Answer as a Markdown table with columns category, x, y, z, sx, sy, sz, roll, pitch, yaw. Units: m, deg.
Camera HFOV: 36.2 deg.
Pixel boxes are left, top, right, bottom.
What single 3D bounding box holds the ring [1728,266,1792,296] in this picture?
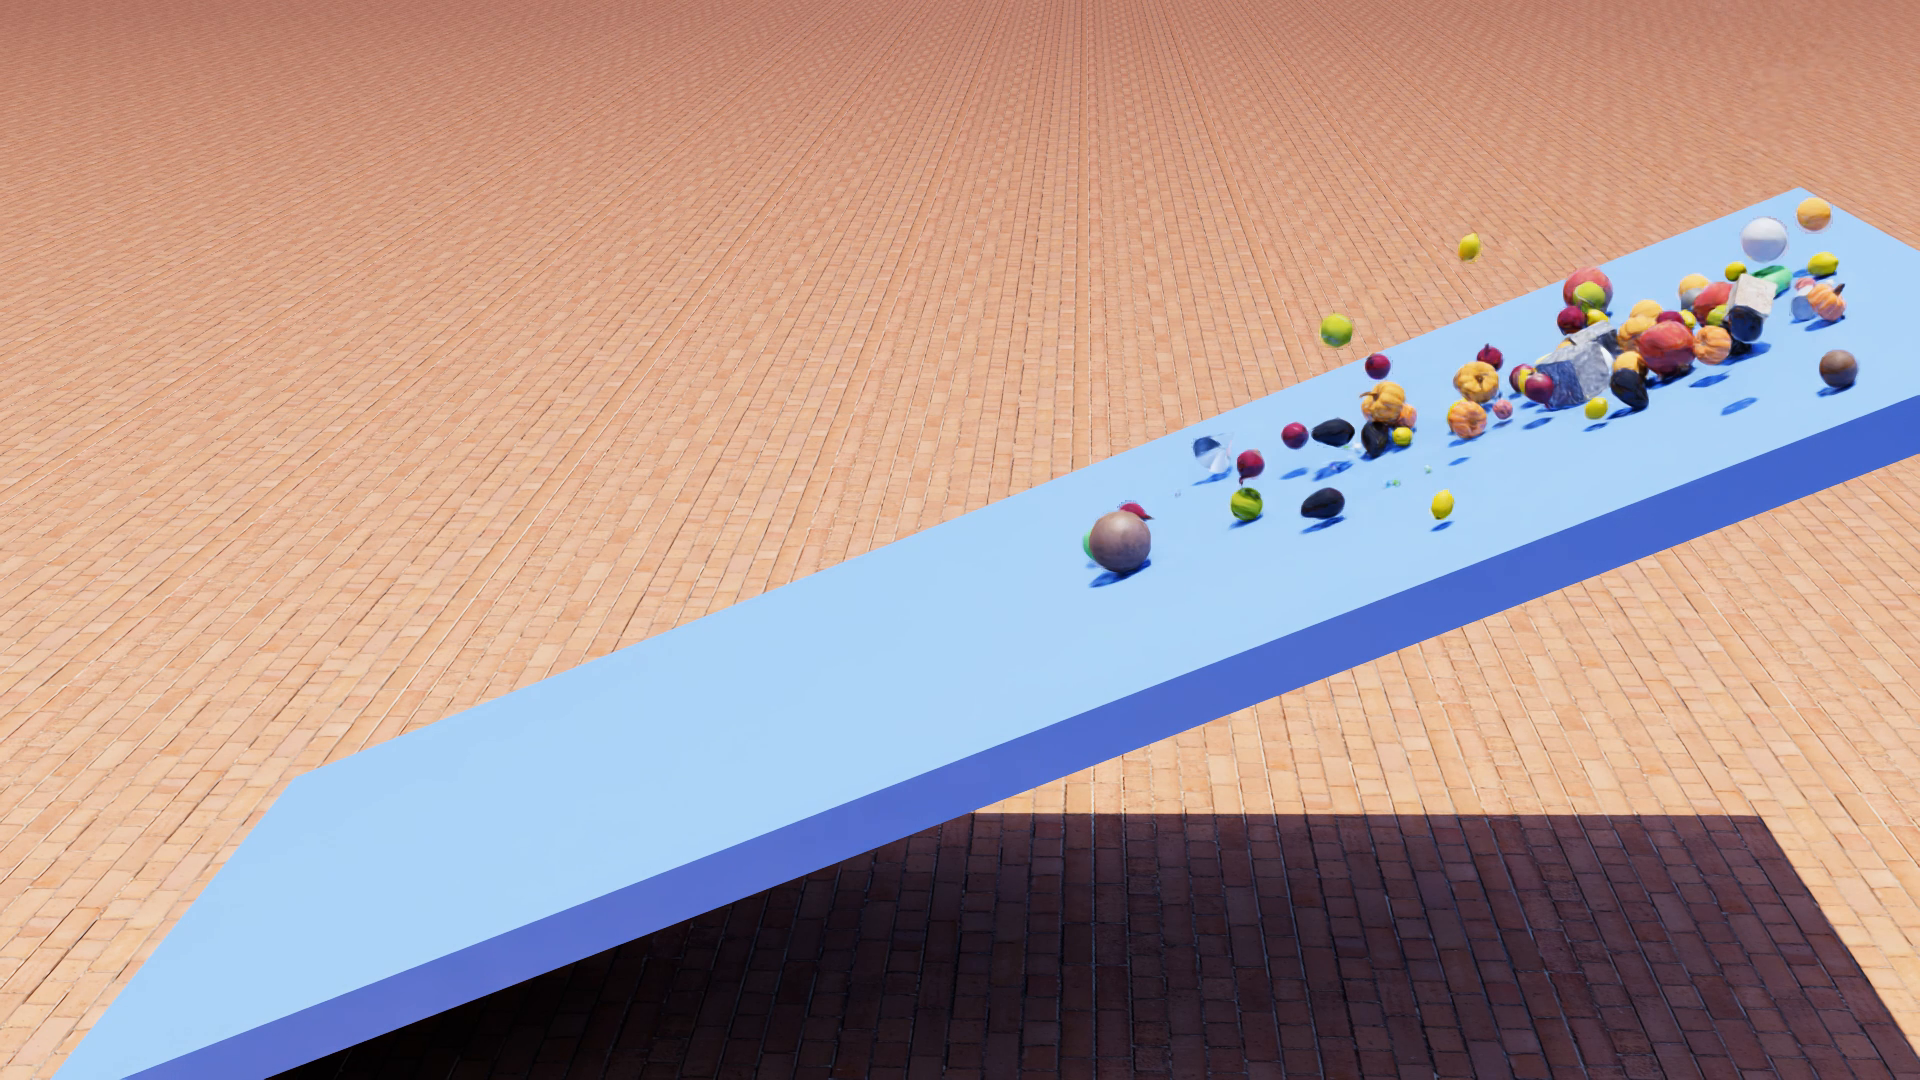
| category | x | y | z | sx | sy | sz | roll | pitch | yaw |
| --- | --- | --- | --- | --- | --- | --- | --- | --- | --- |
| ring | 1.670 | -0.531 | 6.144 | 0.140 | 0.047 | 0.140 | -25 | 9 | 4 |

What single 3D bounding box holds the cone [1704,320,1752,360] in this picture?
| category | x | y | z | sx | sy | sz | roll | pitch | yaw |
| --- | --- | --- | --- | --- | --- | --- | --- | --- | --- |
| cone | 1.498 | -0.379 | 5.801 | 0.086 | 0.086 | 0.086 | -41 | -12 | 34 |

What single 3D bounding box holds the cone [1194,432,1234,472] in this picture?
| category | x | y | z | sx | sy | sz | roll | pitch | yaw |
| --- | --- | --- | --- | --- | --- | --- | --- | --- | --- |
| cone | 0.588 | -0.216 | 6.580 | 0.095 | 0.095 | 0.095 | 12 | 42 | 39 |

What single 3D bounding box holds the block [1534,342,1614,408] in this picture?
| category | x | y | z | sx | sy | sz | roll | pitch | yaw |
| --- | --- | --- | --- | --- | --- | --- | --- | --- | --- |
| block | 1.245 | -0.335 | 5.964 | 0.096 | 0.096 | 0.096 | -32 | 15 | -35 |

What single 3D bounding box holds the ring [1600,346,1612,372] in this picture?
| category | x | y | z | sx | sy | sz | roll | pitch | yaw |
| --- | --- | --- | --- | --- | --- | --- | --- | --- | --- |
| ring | 1.297 | -0.358 | 6.013 | 0.081 | 0.081 | 0.027 | 11 | 8 | 38 |

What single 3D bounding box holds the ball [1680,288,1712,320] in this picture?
| category | x | y | z | sx | sy | sz | roll | pitch | yaw |
| --- | --- | --- | --- | --- | --- | --- | --- | --- | --- |
| ball | 1.545 | -0.495 | 6.171 | 0.068 | 0.068 | 0.068 | 0 | 14 | 0 |

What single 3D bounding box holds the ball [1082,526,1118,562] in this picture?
| category | x | y | z | sx | sy | sz | roll | pitch | yaw |
| --- | --- | --- | --- | --- | --- | --- | --- | --- | --- |
| ball | 0.299 | 0.008 | 6.258 | 0.077 | 0.077 | 0.077 | 0 | 14 | 0 |

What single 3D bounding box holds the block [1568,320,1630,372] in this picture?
| category | x | y | z | sx | sy | sz | roll | pitch | yaw |
| --- | --- | --- | --- | --- | --- | --- | --- | --- | --- |
| block | 1.320 | -0.393 | 6.079 | 0.082 | 0.082 | 0.082 | -26 | 17 | 3 |

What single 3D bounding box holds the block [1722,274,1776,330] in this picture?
| category | x | y | z | sx | sy | sz | roll | pitch | yaw |
| --- | --- | --- | --- | --- | --- | --- | --- | --- | --- |
| block | 1.544 | -0.465 | 5.748 | 0.071 | 0.071 | 0.071 | 18 | -22 | 3 |

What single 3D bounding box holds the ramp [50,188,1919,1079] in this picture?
| category | x | y | z | sx | sy | sz | roll | pitch | yaw |
| --- | --- | --- | --- | --- | --- | --- | --- | --- | --- |
| ramp | 0.126 | 0.173 | 6.289 | 4.000 | 0.100 | 2.000 | -21 | 12 | 7 |

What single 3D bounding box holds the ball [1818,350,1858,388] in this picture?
| category | x | y | z | sx | sy | sz | roll | pitch | yaw |
| --- | --- | --- | --- | --- | --- | --- | --- | --- | --- |
| ball | 1.584 | -0.309 | 5.301 | 0.070 | 0.070 | 0.070 | 0 | 14 | 0 |

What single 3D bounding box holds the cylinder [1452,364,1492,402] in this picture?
| category | x | y | z | sx | sy | sz | roll | pitch | yaw |
| --- | --- | --- | --- | --- | --- | --- | --- | --- | --- |
| cylinder | 1.091 | -0.334 | 6.266 | 0.060 | 0.060 | 0.060 | -14 | 42 | -44 |

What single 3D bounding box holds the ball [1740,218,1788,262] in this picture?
| category | x | y | z | sx | sy | sz | roll | pitch | yaw |
| --- | --- | --- | --- | --- | --- | --- | --- | --- | --- |
| ball | 1.670 | -0.622 | 6.110 | 0.093 | 0.093 | 0.093 | 0 | 14 | 0 |

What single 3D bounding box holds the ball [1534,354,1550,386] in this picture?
| category | x | y | z | sx | sy | sz | roll | pitch | yaw |
| --- | --- | --- | --- | --- | --- | --- | --- | --- | --- |
| ball | 1.228 | -0.349 | 6.104 | 0.075 | 0.075 | 0.075 | 0 | 14 | 0 |
